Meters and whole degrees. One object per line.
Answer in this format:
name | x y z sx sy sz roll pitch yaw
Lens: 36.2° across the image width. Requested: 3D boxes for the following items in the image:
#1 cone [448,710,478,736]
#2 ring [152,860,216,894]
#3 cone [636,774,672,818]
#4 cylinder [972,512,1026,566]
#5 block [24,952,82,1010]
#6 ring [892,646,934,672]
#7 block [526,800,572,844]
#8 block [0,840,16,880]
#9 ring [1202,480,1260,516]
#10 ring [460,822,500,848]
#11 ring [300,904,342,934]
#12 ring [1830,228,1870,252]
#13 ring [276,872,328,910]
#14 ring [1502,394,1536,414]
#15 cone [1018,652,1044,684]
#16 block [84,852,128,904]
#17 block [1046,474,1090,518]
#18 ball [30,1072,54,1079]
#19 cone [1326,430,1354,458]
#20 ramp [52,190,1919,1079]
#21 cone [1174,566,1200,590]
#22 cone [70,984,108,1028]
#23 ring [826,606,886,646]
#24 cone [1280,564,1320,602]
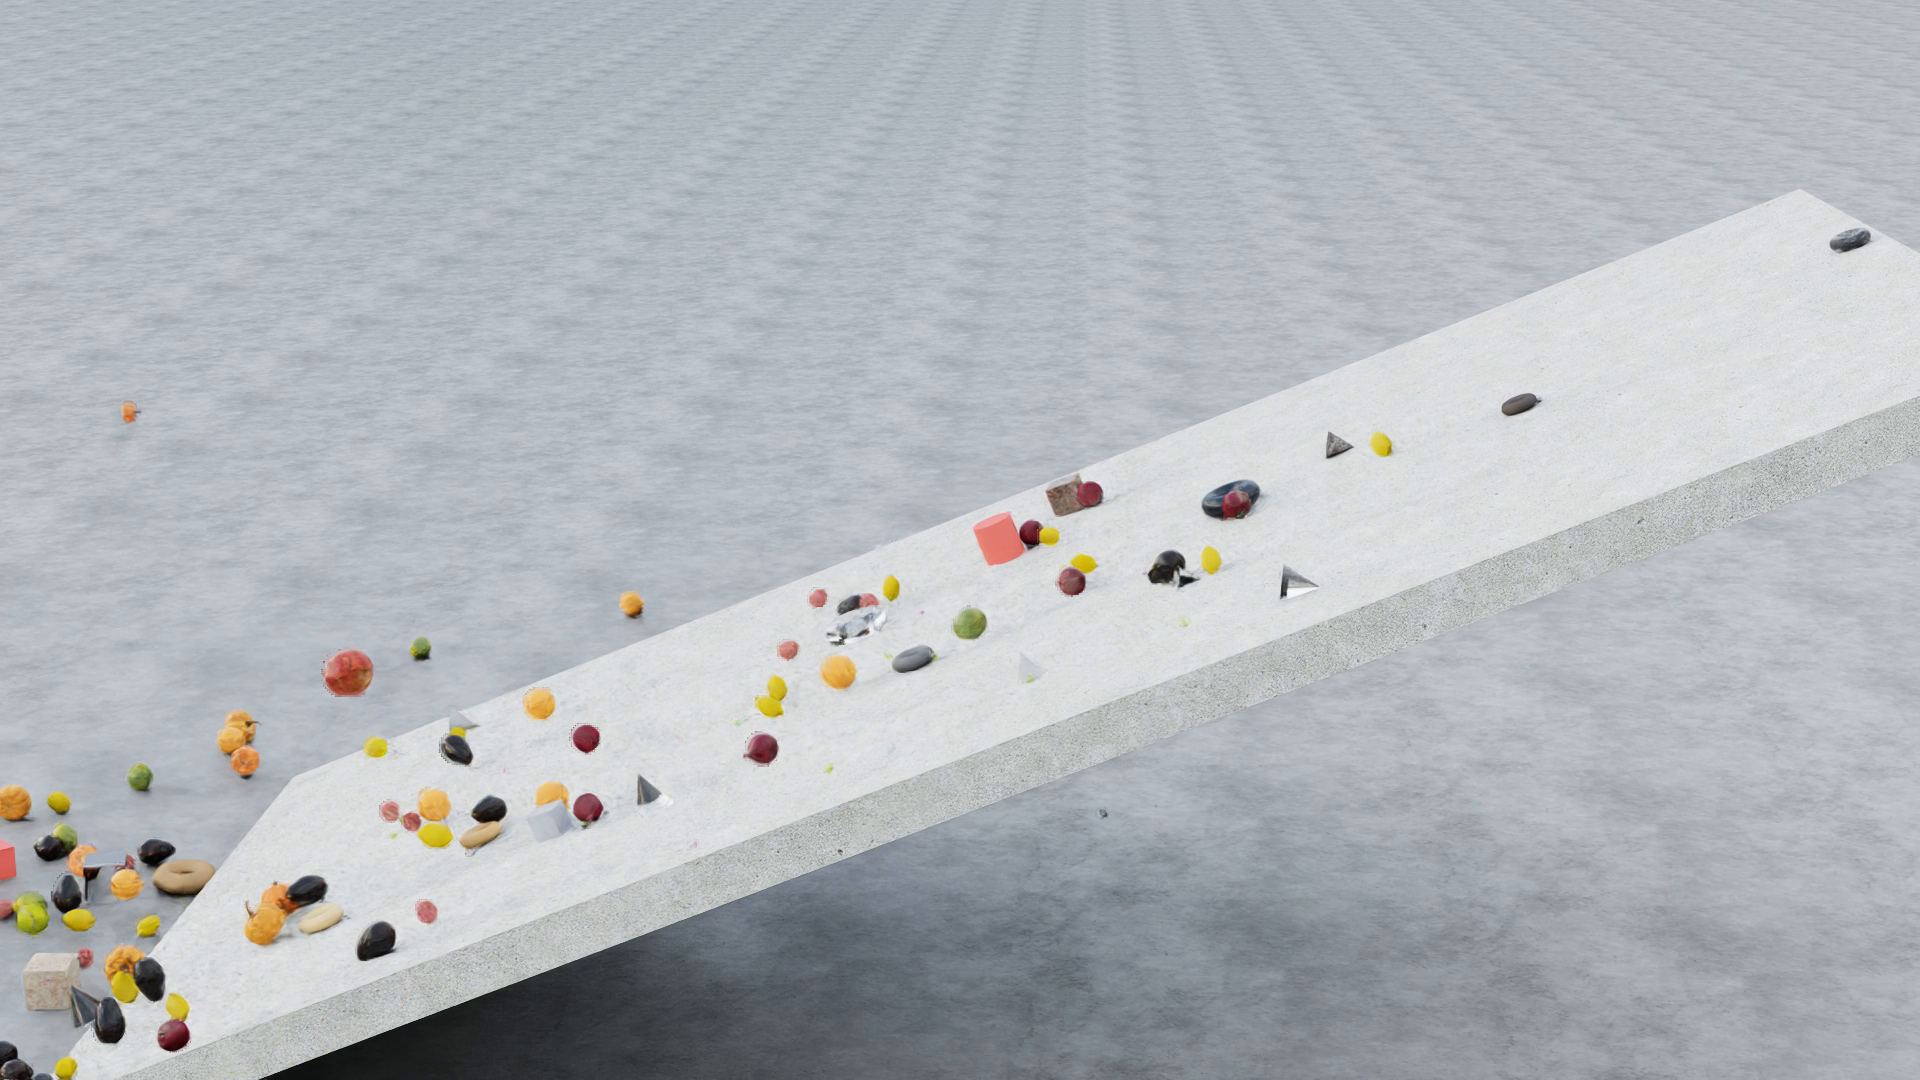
cone | -1.212 0.451 7.210 0.066 0.066 0.066 6 15 6
ring | -1.844 0.802 6.998 0.149 0.050 0.149 1 15 0
cone | -0.621 0.497 5.819 0.080 0.080 0.080 -22 12 5
cylinder | 0.088 -0.002 6.649 0.092 0.092 0.092 -22 12 5
block | -1.948 0.948 6.316 0.091 0.091 0.091 -2 16 0
ring | -0.098 0.246 6.069 0.091 0.030 0.091 -21 12 5
block | -0.829 0.568 5.943 0.058 0.058 0.058 -18 13 22
block | -2.322 0.771 7.063 0.076 0.076 0.076 -13 19 -42
ring | 0.577 -0.089 6.256 0.131 0.044 0.131 -21 13 5
ring | -0.999 0.614 6.122 0.089 0.030 0.089 -21 11 4
ring | -1.302 0.771 5.991 0.094 0.031 0.094 -22 14 6
ring | 1.895 -0.639 6.262 0.089 0.030 0.089 -21 13 5
ring | -1.400 0.747 6.257 0.117 0.039 0.117 -22 13 5
ring | 1.154 -0.281 6.075 0.075 0.025 0.075 -23 11 5
cone | 0.126 0.238 5.632 0.057 0.057 0.057 -22 12 5
block | -2.011 0.796 6.931 0.093 0.093 0.093 -3 14 -13
block | 0.250 -0.103 6.842 0.071 0.071 0.071 -19 13 18
ball | -1.745 1.039 5.588 0.054 0.054 0.054 0 14 0
cone | 0.822 -0.203 6.341 0.059 0.059 0.059 7 14 1
ramp | 0.125 0.173 6.289 4.000 0.100 2.000 -21 12 7
cone | 0.453 0.076 5.817 0.050 0.050 0.050 3 14 -8
cone | -1.808 0.948 6.050 0.081 0.081 0.081 -29 11 6
ring | -0.231 0.190 6.513 0.143 0.048 0.143 -21 12 5
cone | 0.631 0.083 5.440 0.072 0.072 0.072 6 15 7
